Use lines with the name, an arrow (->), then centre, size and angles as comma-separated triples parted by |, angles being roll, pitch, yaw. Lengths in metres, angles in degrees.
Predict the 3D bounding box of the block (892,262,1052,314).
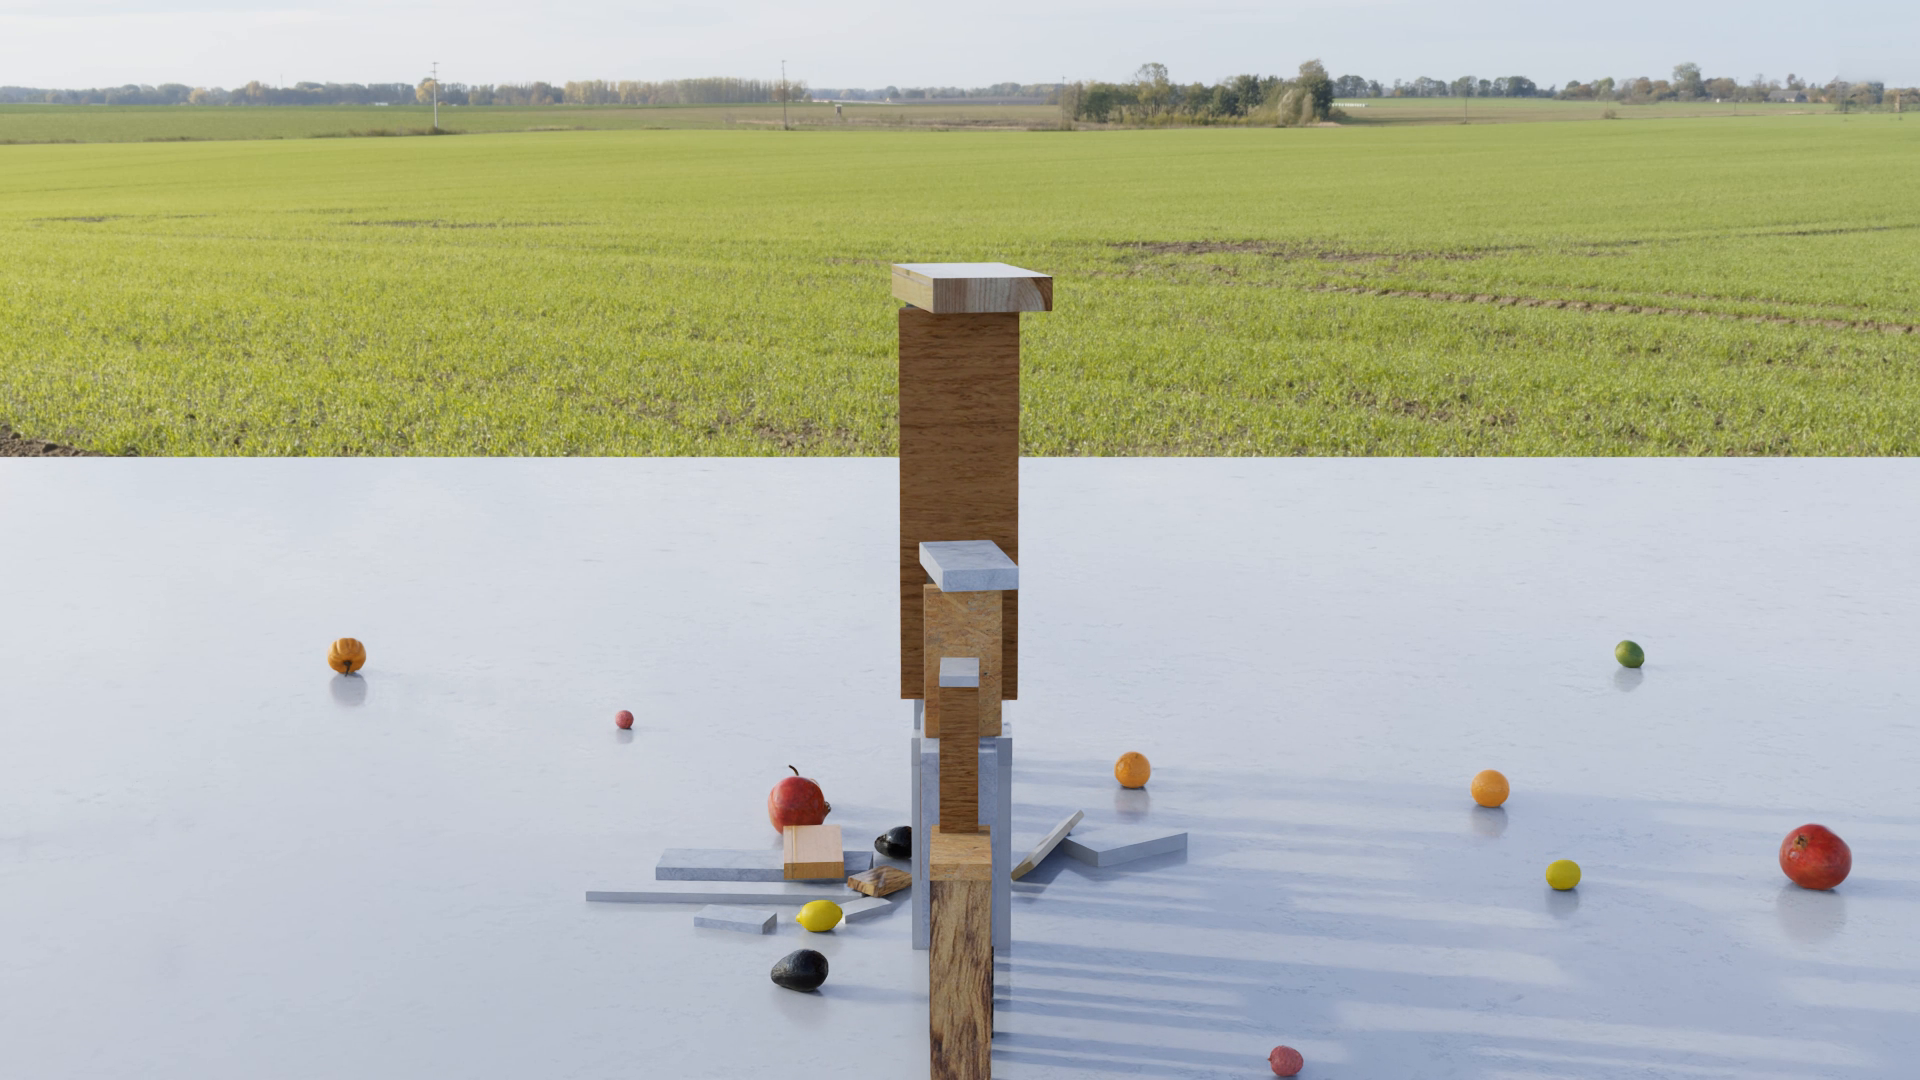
block -> 0.012, -0.375, 3.250 | 0.172, 0.049, 0.344 | -2, 11, -11

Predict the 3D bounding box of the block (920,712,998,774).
block -> -0.003, 0.278, 3.029 | 0.102, 0.029, 0.204 | 0, 11, -1

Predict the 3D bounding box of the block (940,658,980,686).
block -> 0.000, 0.174, 2.908 | 0.051, 0.015, 0.103 | 0, 11, 1

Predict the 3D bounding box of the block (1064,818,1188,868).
block -> 0.293, 0.535, 3.889 | 0.199, 0.028, 0.099 | -7, 13, -33

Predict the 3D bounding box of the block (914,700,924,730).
block -> -0.003, 0.154, 3.365 | 0.135, 0.269, 0.038 | 0, 11, 0

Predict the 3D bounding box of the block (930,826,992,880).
block -> 0.001, 0.406, 2.863 | 0.079, 0.022, 0.158 | 0, 11, 0

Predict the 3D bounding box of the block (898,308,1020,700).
block -> -0.001, -0.051, 3.203 | 0.172, 0.571, 0.049 | 0, 10, 2

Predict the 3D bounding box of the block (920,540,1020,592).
block -> 0.011, 0.035, 3.043 | 0.104, 0.029, 0.208 | -2, 11, -9

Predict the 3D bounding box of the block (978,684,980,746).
block -> 0.000, 0.226, 2.953 | 0.051, 0.103, 0.015 | 0, 11, -2

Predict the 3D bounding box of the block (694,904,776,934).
block -> -0.360, 0.608, 3.525 | 0.119, 0.017, 0.059 | 3, 11, 18

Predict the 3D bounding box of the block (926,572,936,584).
block -> 0.006, 0.141, 3.141 | 0.104, 0.216, 0.029 | 0, 11, 2

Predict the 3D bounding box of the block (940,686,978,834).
block -> -0.001, 0.287, 2.894 | 0.051, 0.201, 0.015 | 0, 11, 0

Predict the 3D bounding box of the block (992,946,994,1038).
block -> 0.002, 0.608, 3.080 | 0.090, 0.179, 0.025 | 0, 11, 0

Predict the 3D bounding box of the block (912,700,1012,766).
block -> 0.002, 0.292, 3.477 | 0.153, 0.043, 0.306 | 0, 11, 0

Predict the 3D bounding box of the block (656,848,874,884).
block -> -0.332, 0.559, 3.759 | 0.361, 0.028, 0.099 | 0, 11, 3

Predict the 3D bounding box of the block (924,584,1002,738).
block -> 0.004, 0.164, 2.996 | 0.104, 0.208, 0.029 | -1, 11, -4

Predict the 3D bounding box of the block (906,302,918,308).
block -> 0.004, -0.203, 3.404 | 0.172, 0.344, 0.049 | 1, 11, 3

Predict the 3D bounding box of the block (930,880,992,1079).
block -> 0.001, 0.583, 2.842 | 0.079, 0.317, 0.022 | 0, 11, 0

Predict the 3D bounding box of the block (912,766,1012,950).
block -> 0.003, 0.482, 3.411 | 0.153, 0.306, 0.043 | 0, 11, 1

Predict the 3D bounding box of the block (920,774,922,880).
block -> -0.005, 0.381, 3.117 | 0.102, 0.204, 0.029 | 0, 11, 2

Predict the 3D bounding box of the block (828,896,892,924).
block -> -0.162, 0.600, 3.576 | 0.096, 0.014, 0.048 | -8, 13, -38

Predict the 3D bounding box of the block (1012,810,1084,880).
block -> 0.155, 0.534, 3.861 | 0.048, 0.014, 0.303 | -36, -3, 22

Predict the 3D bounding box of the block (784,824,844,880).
block -> -0.251, 0.531, 3.754 | 0.099, 0.028, 0.199 | -1, 11, -5

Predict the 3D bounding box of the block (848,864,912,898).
block -> -0.132, 0.569, 3.671 | 0.059, 0.017, 0.119 | 16, 9, 27

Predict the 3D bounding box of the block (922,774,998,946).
block -> -0.001, 0.428, 2.987 | 0.102, 0.250, 0.029 | 0, 11, 1

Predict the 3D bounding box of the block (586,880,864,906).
block -> -0.388, 0.585, 3.651 | 0.458, 0.017, 0.059 | 0, 11, 3
